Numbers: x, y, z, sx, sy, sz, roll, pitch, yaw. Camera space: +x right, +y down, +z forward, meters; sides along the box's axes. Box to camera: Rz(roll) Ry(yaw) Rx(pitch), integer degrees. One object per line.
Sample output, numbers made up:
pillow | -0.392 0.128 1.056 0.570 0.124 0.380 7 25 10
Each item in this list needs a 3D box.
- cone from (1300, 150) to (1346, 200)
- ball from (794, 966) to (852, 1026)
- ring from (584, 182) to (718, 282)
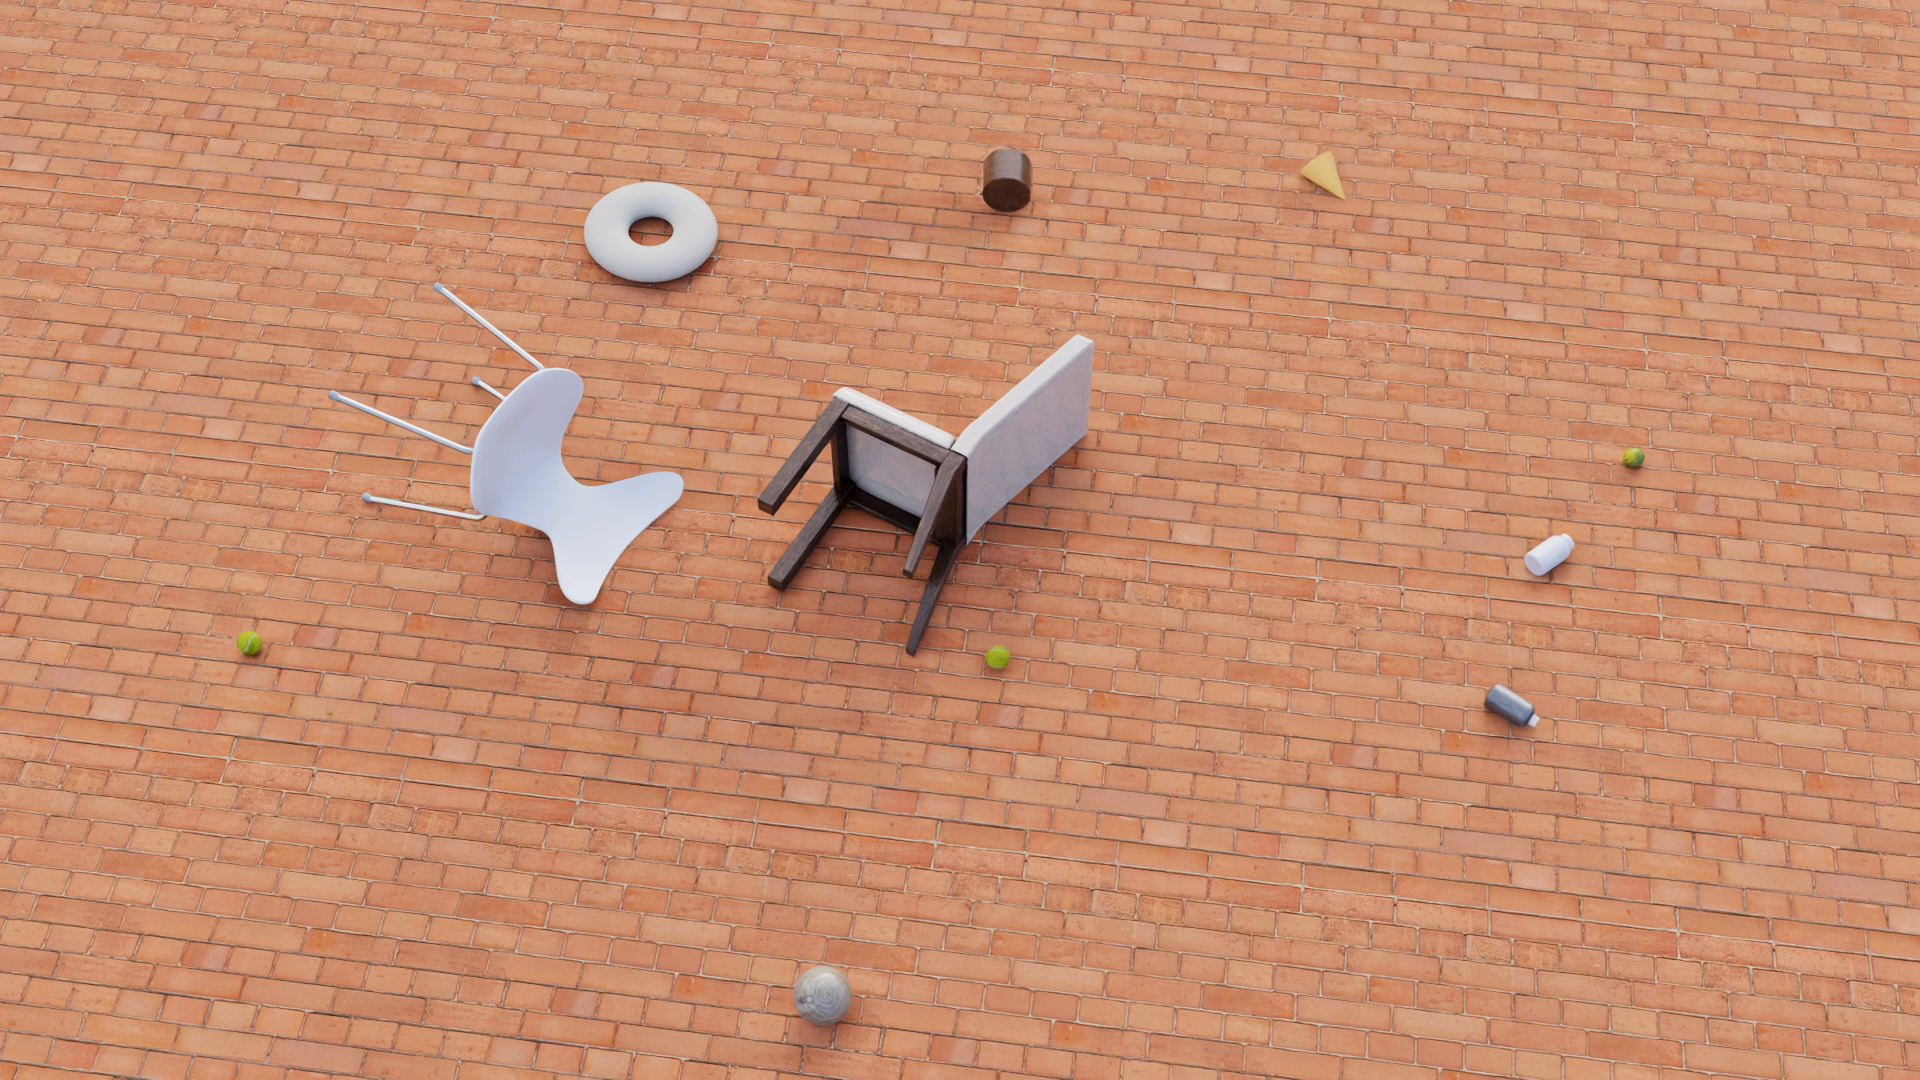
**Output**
cone | 1.239 -1.198 7.351 0.128 0.089 0.169 -33 77 -6
ball | -0.355 1.179 5.690 0.153 0.153 0.153 0 56 0
ring | -1.013 -1.011 7.209 0.451 0.073 0.417 25 60 16
